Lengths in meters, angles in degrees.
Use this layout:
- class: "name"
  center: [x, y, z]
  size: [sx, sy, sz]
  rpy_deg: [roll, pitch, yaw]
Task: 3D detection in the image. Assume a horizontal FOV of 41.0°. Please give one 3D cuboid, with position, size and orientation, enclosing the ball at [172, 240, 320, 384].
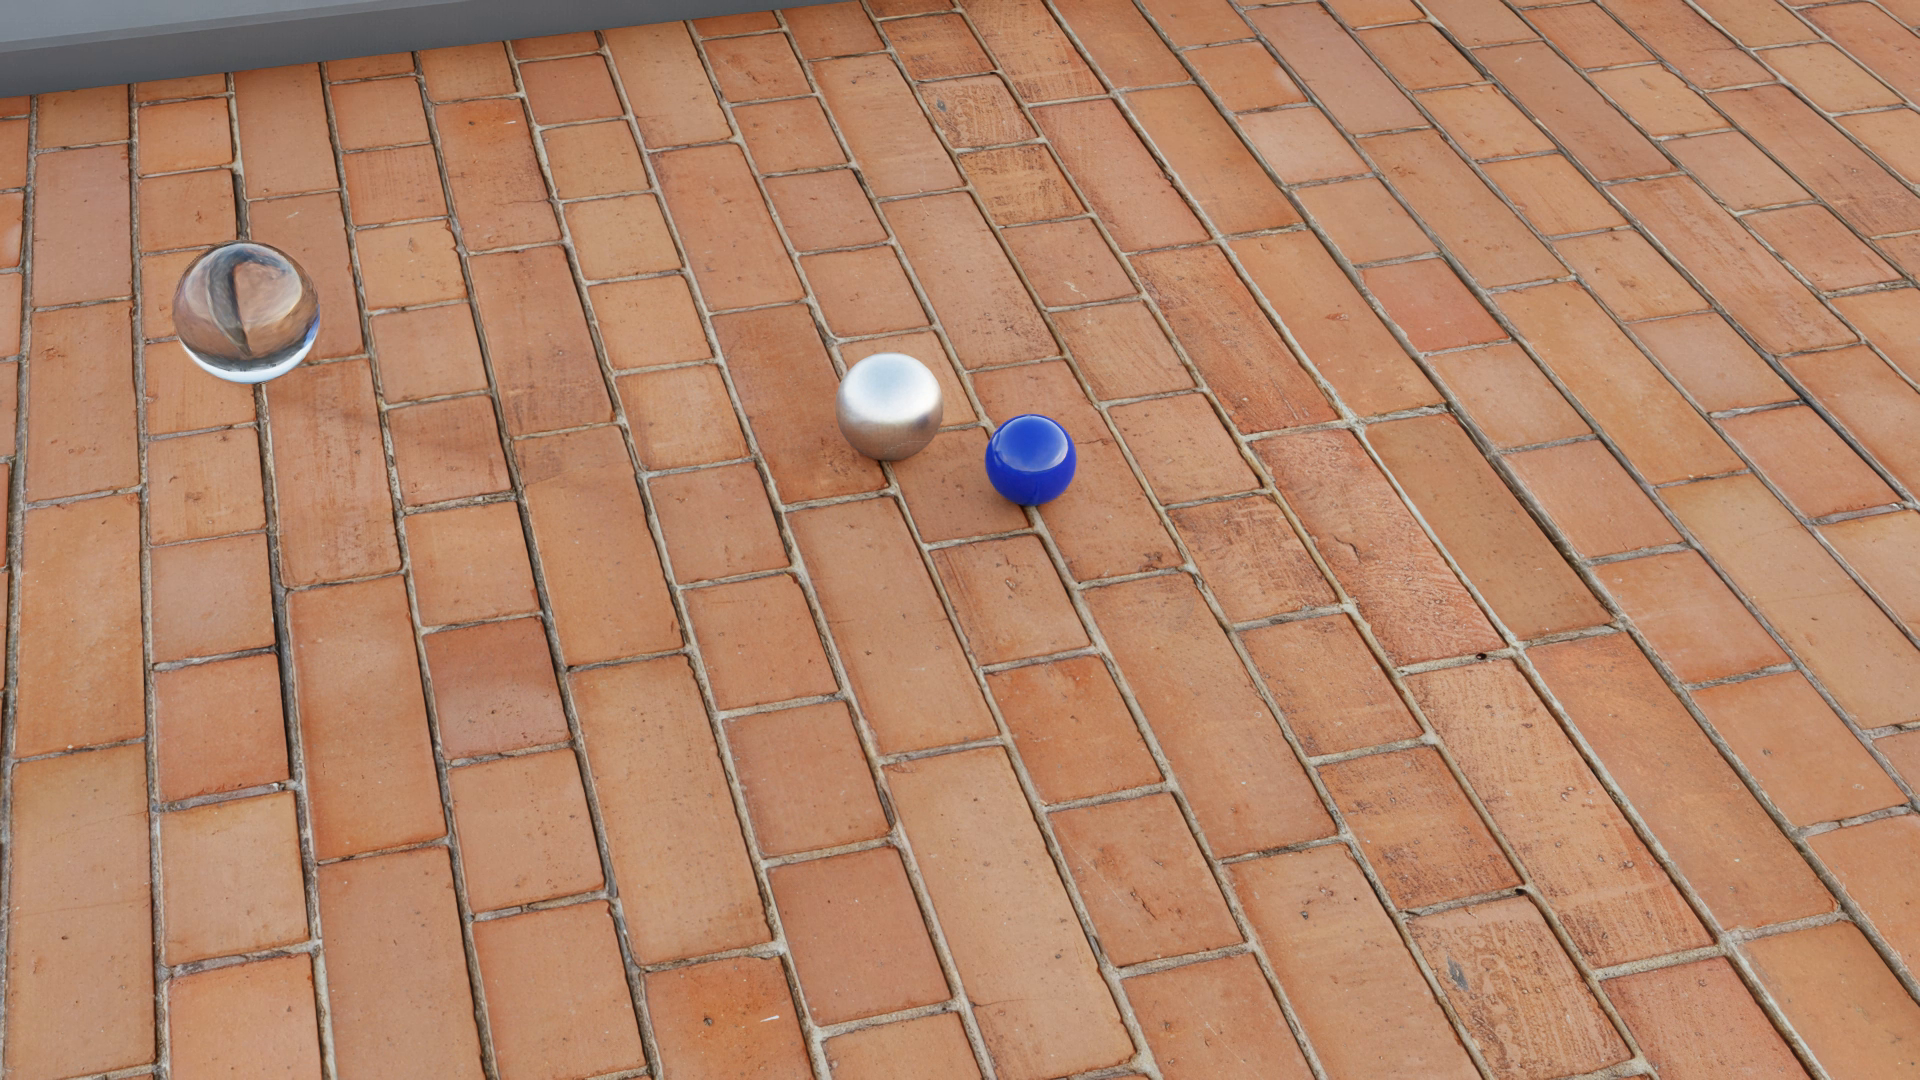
- class: "ball"
  center: [-0.477, -0.152, 1.716]
  size: [0.095, 0.095, 0.095]
  rpy_deg: [0, 36, 0]

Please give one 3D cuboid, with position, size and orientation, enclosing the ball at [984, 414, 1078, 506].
- class: "ball"
  center: [0.044, -0.050, 1.607]
  size: [0.058, 0.058, 0.058]
  rpy_deg: [0, 36, 0]

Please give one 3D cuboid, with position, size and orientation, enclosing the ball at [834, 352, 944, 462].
- class: "ball"
  center: [-0.045, -0.086, 1.646]
  size: [0.070, 0.070, 0.070]
  rpy_deg: [0, 36, 0]

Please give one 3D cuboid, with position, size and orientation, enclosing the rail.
- class: "rail"
  center: [0.523, -0.606, 2.312]
  size: [3.059, 0.123, 0.045]
  rpy_deg: [-9, 37, -12]
